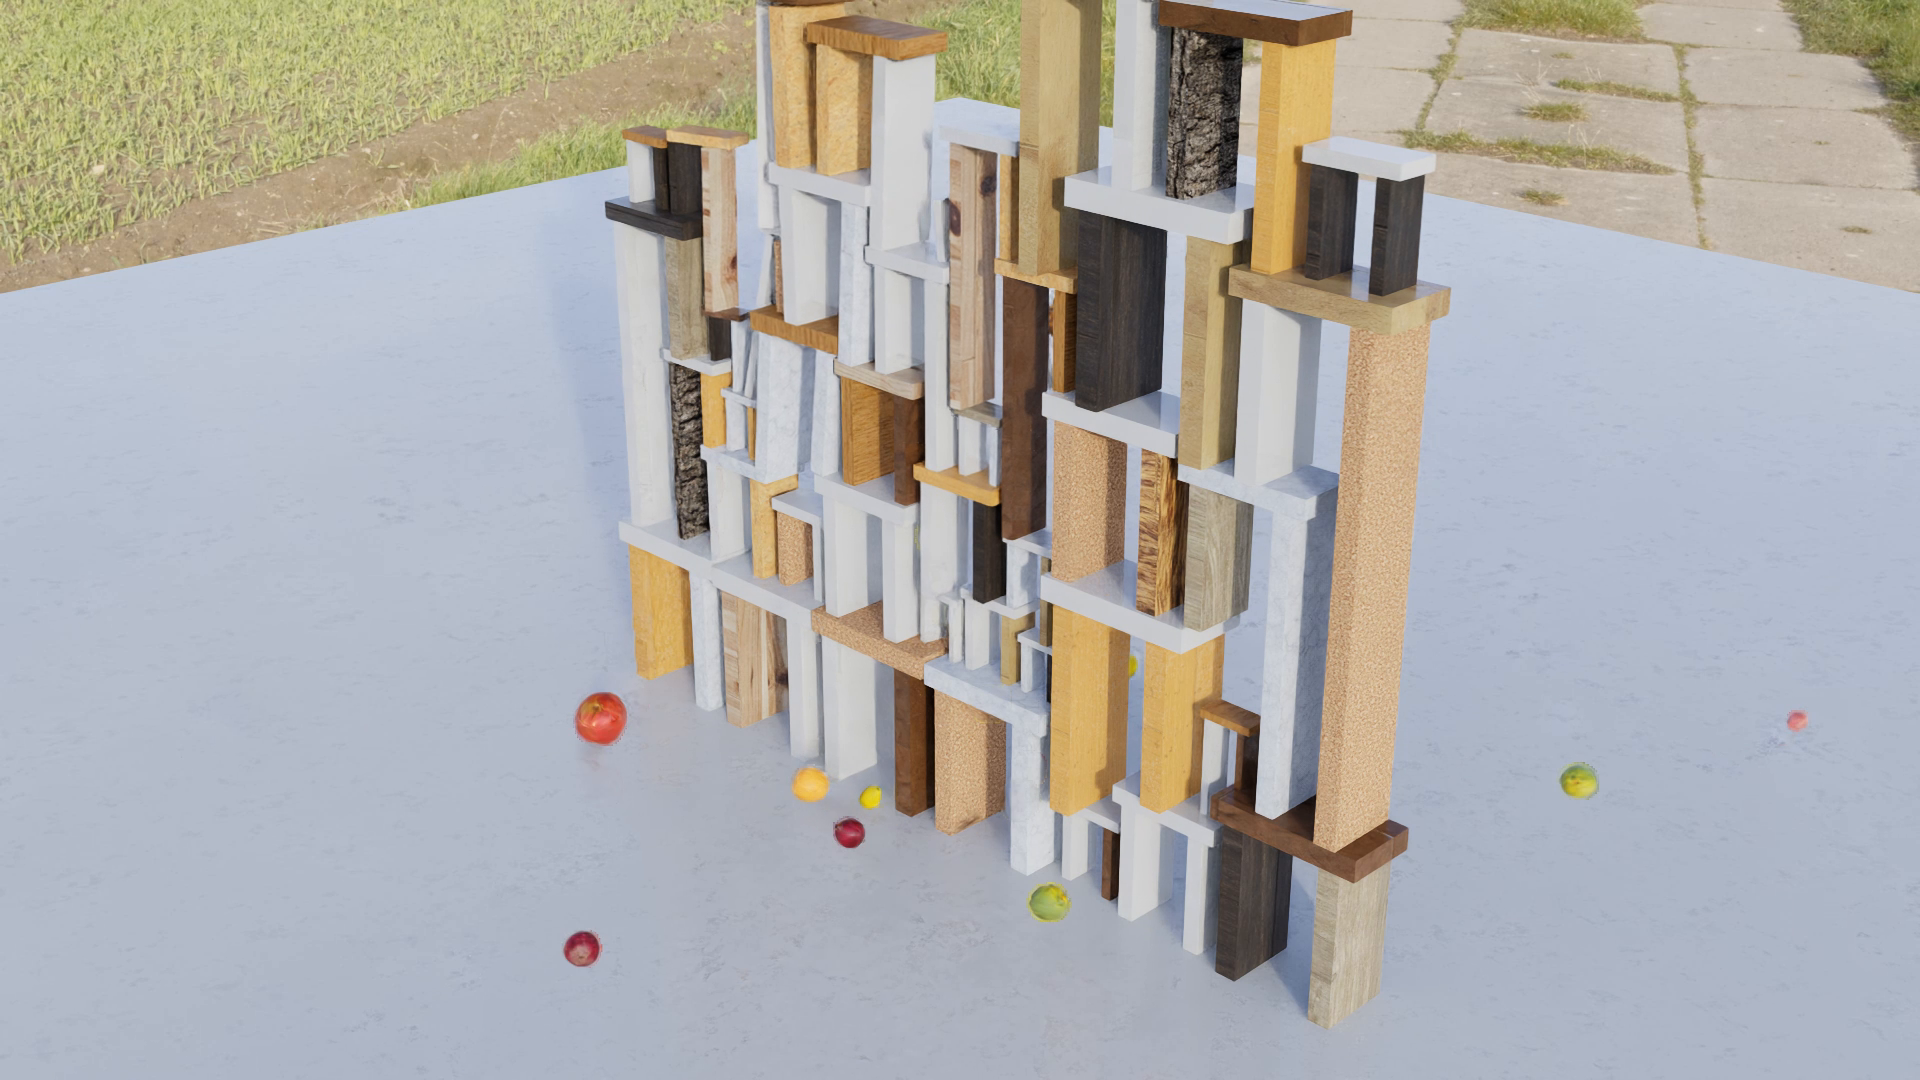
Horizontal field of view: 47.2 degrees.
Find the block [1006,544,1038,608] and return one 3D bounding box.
[{"bbox_3d":[0.117,0.059,4.124,0.018,0.129,0.064,21,31,40],"label":"block"}]

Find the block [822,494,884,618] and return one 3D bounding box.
[{"bbox_3d":[-0.214,0.016,4.457,0.036,0.257,0.129,21,31,41],"label":"block"}]

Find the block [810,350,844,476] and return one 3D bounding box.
[{"bbox_3d":[-0.230,-0.266,4.362,0.130,0.261,0.037,-21,37,-41],"label":"block"}]

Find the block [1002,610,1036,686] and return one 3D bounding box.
[{"bbox_3d":[0.111,0.199,4.193,0.020,0.144,0.072,21,31,41],"label":"block"}]

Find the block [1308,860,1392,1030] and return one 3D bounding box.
[{"bbox_3d":[0.670,0.674,3.781,0.043,0.305,0.153,21,31,41],"label":"block"}]

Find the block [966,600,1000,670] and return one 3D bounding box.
[{"bbox_3d":[0.043,0.173,4.256,0.072,0.144,0.020,-21,31,-41],"label":"block"}]

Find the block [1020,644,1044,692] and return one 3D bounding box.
[{"bbox_3d":[0.138,0.234,4.167,0.050,0.100,0.014,-21,31,-41],"label":"block"}]

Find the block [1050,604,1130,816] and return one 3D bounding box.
[{"bbox_3d":[0.242,0.293,4.086,0.046,0.422,0.164,21,31,40],"label":"block"}]

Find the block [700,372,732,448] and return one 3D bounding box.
[{"bbox_3d":[-0.505,-0.283,4.644,0.082,0.164,0.023,-21,31,-40],"label":"block"}]

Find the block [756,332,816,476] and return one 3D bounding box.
[{"bbox_3d":[-0.352,-0.291,4.485,0.131,0.306,0.037,-21,37,-41],"label":"block"}]

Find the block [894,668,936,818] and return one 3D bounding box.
[{"bbox_3d":[-0.058,0.384,4.445,0.045,0.320,0.160,21,31,41],"label":"block"}]

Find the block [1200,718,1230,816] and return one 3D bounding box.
[{"bbox_3d":[0.453,0.394,3.903,0.015,0.189,0.054,21,31,41],"label":"block"}]

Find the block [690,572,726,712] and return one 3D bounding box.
[{"bbox_3d":[-0.513,0.201,4.871,0.046,0.326,0.163,21,31,41],"label":"block"}]

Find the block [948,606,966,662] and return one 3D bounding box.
[{"bbox_3d":[0.005,0.177,4.280,0.054,0.117,0.015,-17,28,-34],"label":"block"}]

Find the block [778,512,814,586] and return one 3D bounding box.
[{"bbox_3d":[-0.341,0.007,4.601,0.023,0.166,0.083,21,31,41],"label":"block"}]

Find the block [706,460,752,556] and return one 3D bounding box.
[{"bbox_3d":[-0.488,-0.080,4.726,0.030,0.212,0.106,21,31,41],"label":"block"}]

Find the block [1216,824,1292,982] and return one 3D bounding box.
[{"bbox_3d":[0.526,0.618,3.914,0.043,0.305,0.153,21,31,41],"label":"block"}]

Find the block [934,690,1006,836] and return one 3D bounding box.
[{"bbox_3d":[0.022,0.418,4.376,0.044,0.312,0.156,21,31,41],"label":"block"}]

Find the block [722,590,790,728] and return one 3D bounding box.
[{"bbox_3d":[-0.437,0.236,4.796,0.045,0.319,0.159,21,31,41],"label":"block"}]

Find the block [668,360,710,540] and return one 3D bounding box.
[{"bbox_3d":[-0.581,-0.202,4.763,0.023,0.406,0.082,21,31,40],"label":"block"}]

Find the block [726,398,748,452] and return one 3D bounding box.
[{"bbox_3d":[-0.464,-0.248,4.623,0.016,0.114,0.057,20,29,39],"label":"block"}]

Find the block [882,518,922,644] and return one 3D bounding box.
[{"bbox_3d":[-0.093,0.063,4.345,0.036,0.257,0.129,21,31,41],"label":"block"}]

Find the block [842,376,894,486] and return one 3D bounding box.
[{"bbox_3d":[-0.180,-0.227,4.324,0.110,0.221,0.031,-21,31,-40],"label":"block"}]

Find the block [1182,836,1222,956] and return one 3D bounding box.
[{"bbox_3d":[0.459,0.624,3.989,0.033,0.235,0.117,21,31,41],"label":"block"}]

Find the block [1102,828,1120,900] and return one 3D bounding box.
[{"bbox_3d":[0.302,0.599,4.155,0.076,0.152,0.022,-21,31,-41],"label":"block"}]

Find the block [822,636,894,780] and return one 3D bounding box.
[{"bbox_3d":[-0.209,0.325,4.584,0.045,0.320,0.160,21,31,41],"label":"block"}]

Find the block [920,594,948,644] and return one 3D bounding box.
[{"bbox_3d":[-0.051,0.146,4.340,0.054,0.108,0.015,-15,30,-31],"label":"block"}]

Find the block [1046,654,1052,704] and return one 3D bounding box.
[{"bbox_3d":[0.185,0.253,4.124,0.014,0.100,0.050,21,31,41],"label":"block"}]

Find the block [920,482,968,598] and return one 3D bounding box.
[{"bbox_3d":[-0.029,-0.013,4.238,0.029,0.235,0.102,21,31,40],"label":"block"}]

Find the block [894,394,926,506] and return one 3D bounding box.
[{"bbox_3d":[-0.076,-0.186,4.228,0.110,0.221,0.031,-21,31,-40],"label":"block"}]

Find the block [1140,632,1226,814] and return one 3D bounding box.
[{"bbox_3d":[0.397,0.309,3.926,0.046,0.328,0.164,21,31,41],"label":"block"}]

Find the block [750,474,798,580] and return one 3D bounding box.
[{"bbox_3d":[-0.388,-0.038,4.636,0.106,0.221,0.030,-21,31,-41],"label":"block"}]

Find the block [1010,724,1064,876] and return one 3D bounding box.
[{"bbox_3d":[0.169,0.475,4.240,0.044,0.312,0.156,21,31,41],"label":"block"}]

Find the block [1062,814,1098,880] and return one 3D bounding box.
[{"bbox_3d":[0.231,0.571,4.221,0.022,0.152,0.076,21,31,41],"label":"block"}]

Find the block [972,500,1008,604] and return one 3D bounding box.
[{"bbox_3d":[0.070,0.009,4.145,0.102,0.203,0.029,-21,31,-40],"label":"block"}]

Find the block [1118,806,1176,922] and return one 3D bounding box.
[{"bbox_3d":[0.349,0.581,4.091,0.033,0.235,0.117,21,31,41],"label":"block"}]

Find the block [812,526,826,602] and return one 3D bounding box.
[{"bbox_3d":[-0.263,0.037,4.529,0.023,0.166,0.083,21,31,41],"label":"block"}]

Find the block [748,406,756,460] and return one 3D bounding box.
[{"bbox_3d":[-0.413,-0.227,4.576,0.057,0.114,0.016,-19,29,-40],"label":"block"}]

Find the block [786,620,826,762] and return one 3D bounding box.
[{"bbox_3d":[-0.287,0.295,4.657,0.045,0.319,0.159,21,31,41],"label":"block"}]

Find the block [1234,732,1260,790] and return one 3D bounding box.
[{"bbox_3d":[0.504,0.377,3.840,0.015,0.109,0.054,21,31,41],"label":"block"}]
